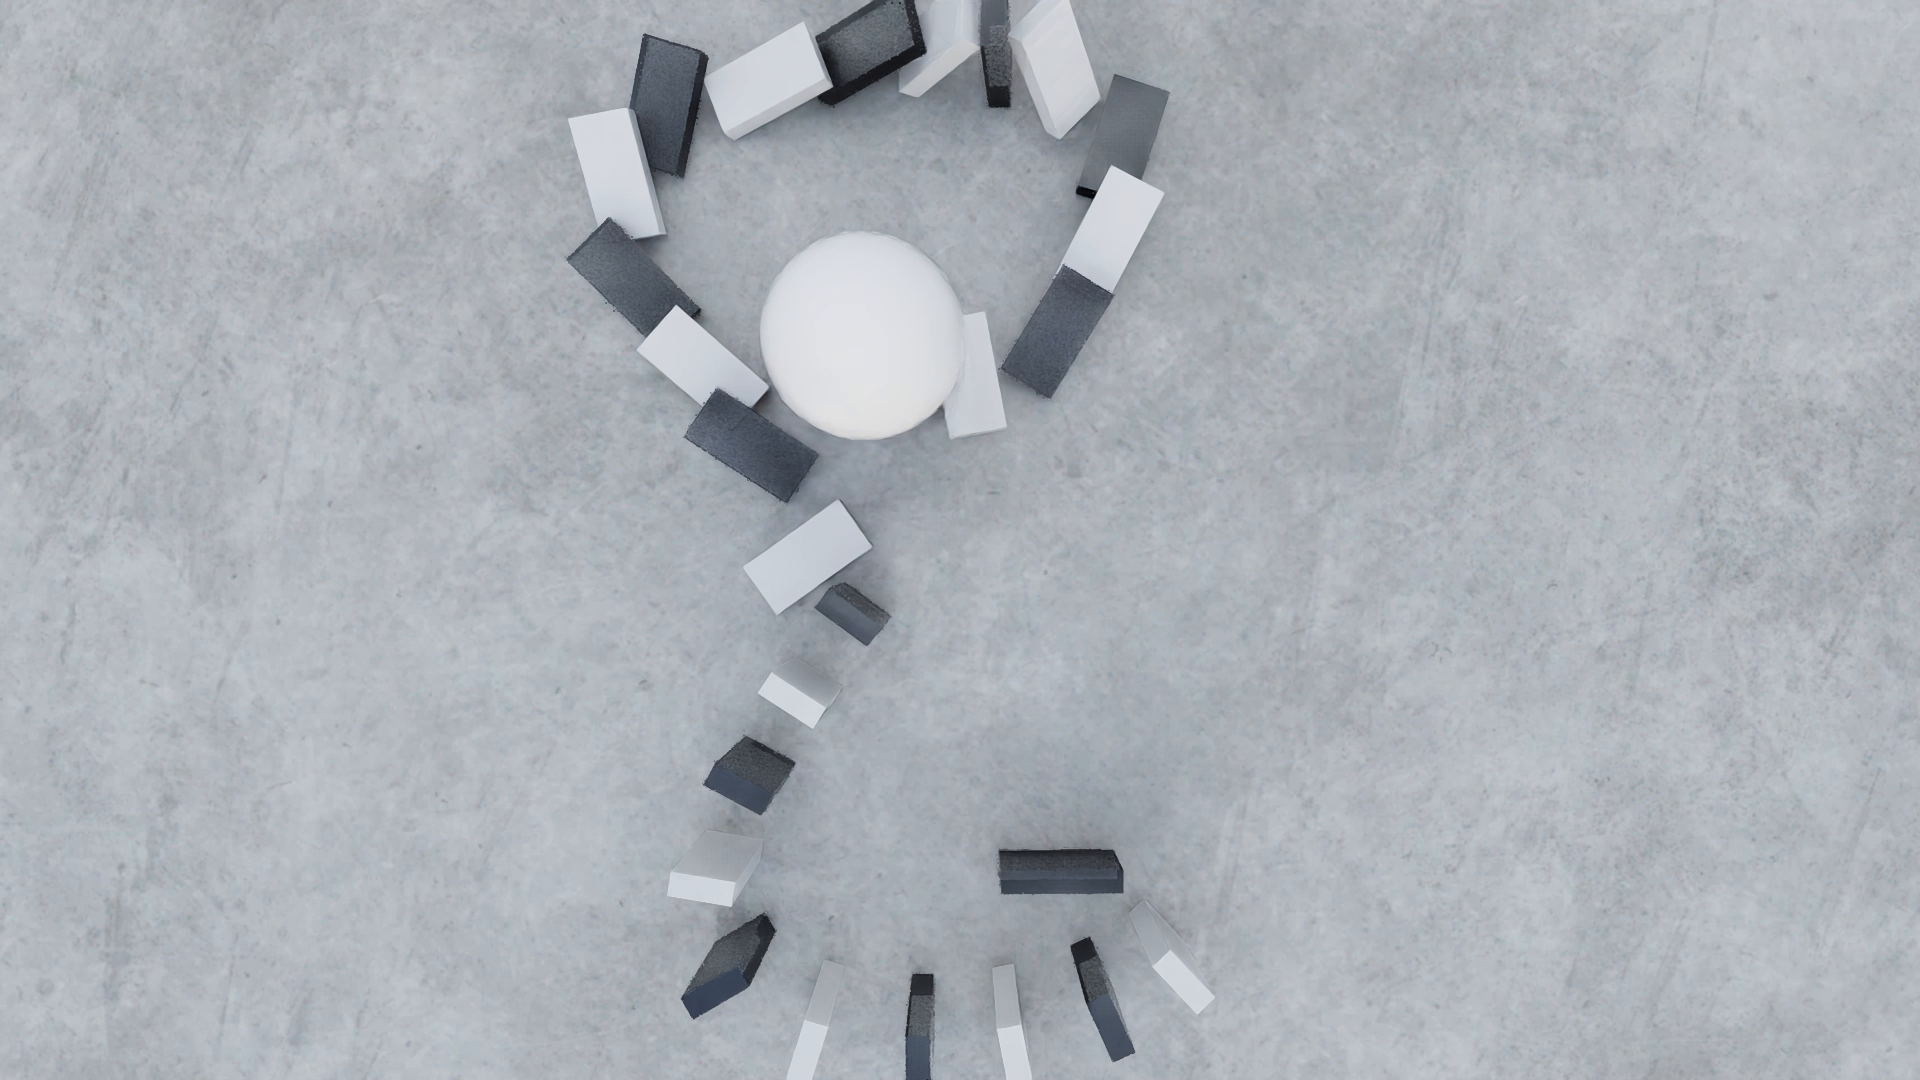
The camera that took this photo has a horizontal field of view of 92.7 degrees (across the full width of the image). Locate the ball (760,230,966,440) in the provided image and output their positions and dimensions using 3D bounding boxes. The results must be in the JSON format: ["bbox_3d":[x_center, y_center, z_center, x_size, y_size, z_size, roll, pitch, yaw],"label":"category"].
[{"bbox_3d":[-0.038,-0.079,0.360,0.080,0.080,0.080,0,90,0],"label":"ball"}]

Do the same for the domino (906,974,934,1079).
[{"bbox_3d":[-0.016,0.202,0.375,0.010,0.050,0.025,-1,90,0],"label":"domino"}]

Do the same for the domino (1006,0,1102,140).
[{"bbox_3d":[0.040,-0.194,0.377,0.025,0.050,0.010,-45,57,0],"label":"domino"}]

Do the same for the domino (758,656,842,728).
[{"bbox_3d":[-0.064,0.061,0.375,0.025,0.050,0.010,33,90,0],"label":"domino"}]

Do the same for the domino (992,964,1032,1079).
[{"bbox_3d":[0.021,0.198,0.375,0.009,0.050,0.025,-11,90,0],"label":"domino"}]

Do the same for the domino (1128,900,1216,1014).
[{"bbox_3d":[0.086,0.169,0.375,0.009,0.050,0.025,-43,90,0],"label":"domino"}]

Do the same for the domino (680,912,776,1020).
[{"bbox_3d":[-0.094,0.173,0.375,0.025,0.050,0.010,-30,90,0],"label":"domino"}]

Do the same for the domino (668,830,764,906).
[{"bbox_3d":[-0.099,0.133,0.375,0.025,0.050,0.009,10,90,0],"label":"domino"}]

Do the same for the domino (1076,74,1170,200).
[{"bbox_3d":[0.070,-0.171,0.395,0.025,0.009,0.050,18,90,0],"label":"domino"}]

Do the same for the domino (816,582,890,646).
[{"bbox_3d":[-0.043,0.030,0.375,0.025,0.050,0.009,36,90,0],"label":"domino"}]

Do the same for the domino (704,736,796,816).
[{"bbox_3d":[-0.085,0.095,0.375,0.025,0.050,0.010,28,90,0],"label":"domino"}]

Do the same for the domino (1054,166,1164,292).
[{"bbox_3d":[0.063,-0.129,0.389,0.025,0.010,0.050,28,104,0],"label":"domino"}]

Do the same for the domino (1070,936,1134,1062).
[{"bbox_3d":[0.058,0.186,0.375,0.009,0.050,0.025,-24,90,0],"label":"domino"}]

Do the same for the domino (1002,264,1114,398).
[{"bbox_3d":[0.041,-0.088,0.390,0.025,0.010,0.050,32,102,0],"label":"domino"}]

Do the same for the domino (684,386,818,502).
[{"bbox_3d":[-0.088,-0.040,0.389,0.050,0.009,0.025,34,92,-14],"label":"domino"}]

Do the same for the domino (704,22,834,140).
[{"bbox_3d":[-0.082,-0.194,0.389,0.050,0.009,0.025,-21,90,15],"label":"domino"}]

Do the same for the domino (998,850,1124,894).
[{"bbox_3d":[0.042,0.140,0.388,0.050,0.025,0.009,0,90,0],"label":"domino"}]

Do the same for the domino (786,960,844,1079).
[{"bbox_3d":[-0.059,0.196,0.375,0.010,0.050,0.025,17,90,0],"label":"domino"}]

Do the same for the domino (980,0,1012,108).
[{"bbox_3d":[0.015,-0.201,0.375,0.009,0.050,0.025,2,90,6],"label":"domino"}]

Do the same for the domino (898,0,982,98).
[{"bbox_3d":[-0.009,-0.205,0.376,0.009,0.050,0.025,1,90,-32],"label":"domino"}]

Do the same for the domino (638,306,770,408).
[{"bbox_3d":[-0.108,-0.073,0.390,0.050,0.010,0.025,41,90,-12],"label":"domino"}]

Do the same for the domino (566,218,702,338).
[{"bbox_3d":[-0.138,-0.108,0.390,0.025,0.010,0.050,-45,104,0],"label":"domino"}]

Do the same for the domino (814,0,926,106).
[{"bbox_3d":[-0.040,-0.206,0.383,0.050,0.010,0.025,-13,90,30],"label":"domino"}]

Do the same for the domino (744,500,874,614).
[{"bbox_3d":[-0.065,0.007,0.395,0.050,0.009,0.025,-35,90,0],"label":"domino"}]

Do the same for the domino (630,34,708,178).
[{"bbox_3d":[-0.126,-0.184,0.390,0.025,0.010,0.050,17,103,0],"label":"domino"}]

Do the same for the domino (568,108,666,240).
[{"bbox_3d":[-0.144,-0.153,0.388,0.025,0.009,0.050,-10,107,2],"label":"domino"}]

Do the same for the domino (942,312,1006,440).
[{"bbox_3d":[0.003,-0.071,0.395,0.025,0.009,0.050,-11,90,0],"label":"domino"}]
